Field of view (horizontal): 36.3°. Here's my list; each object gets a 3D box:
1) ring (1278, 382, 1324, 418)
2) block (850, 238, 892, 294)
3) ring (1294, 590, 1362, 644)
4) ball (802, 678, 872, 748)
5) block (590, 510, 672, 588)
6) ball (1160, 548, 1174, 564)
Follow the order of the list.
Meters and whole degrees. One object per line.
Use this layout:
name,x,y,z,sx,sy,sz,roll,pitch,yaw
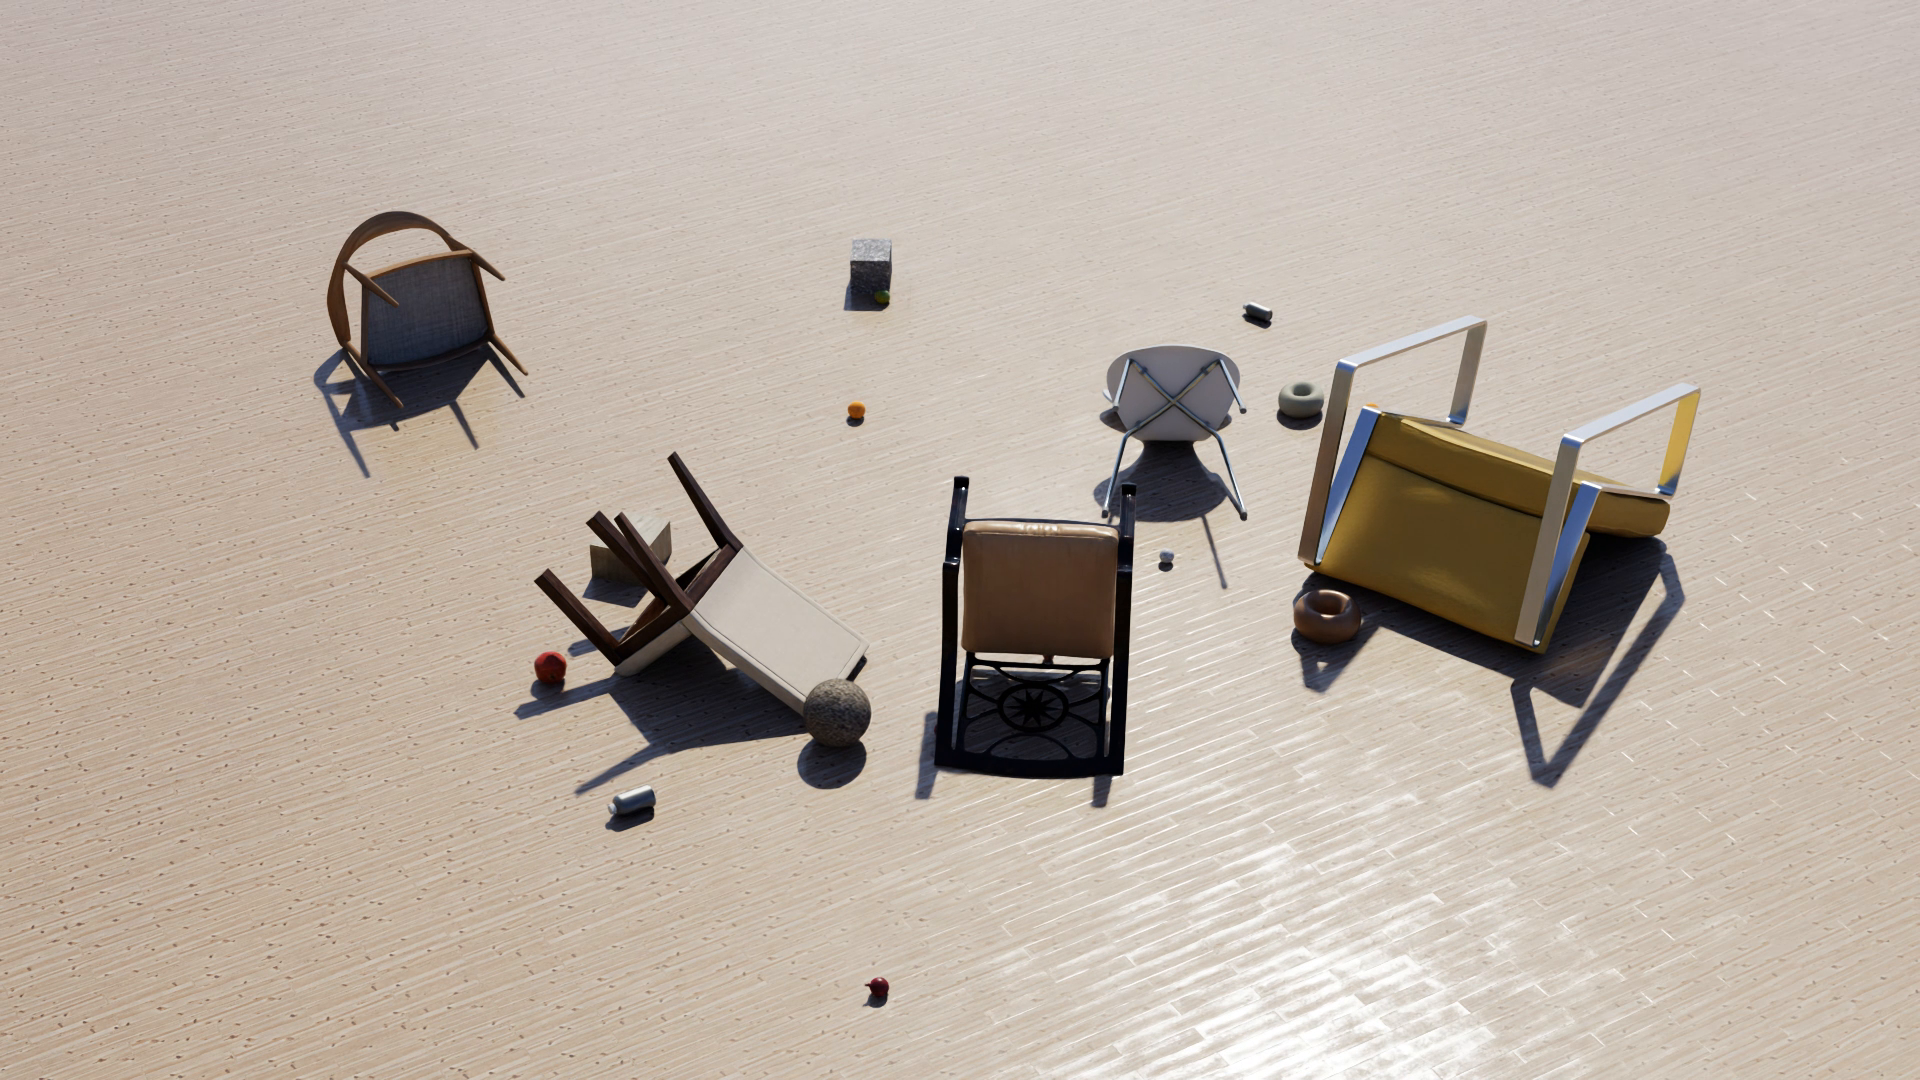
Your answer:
ring,1.363,-0.561,11.711,0.191,0.096,0.180,-28,42,-34
block,-0.381,-1.175,12.583,0.166,0.159,0.203,1,33,1
ring,1.306,0.274,10.425,0.242,0.118,0.231,7,35,7
ball,-0.412,0.581,9.853,0.231,0.231,0.231,0,33,0
block,-1.208,0.031,10.768,0.210,0.142,0.244,11,35,16
ball,0.762,0.058,10.805,0.057,0.057,0.057,0,33,0
